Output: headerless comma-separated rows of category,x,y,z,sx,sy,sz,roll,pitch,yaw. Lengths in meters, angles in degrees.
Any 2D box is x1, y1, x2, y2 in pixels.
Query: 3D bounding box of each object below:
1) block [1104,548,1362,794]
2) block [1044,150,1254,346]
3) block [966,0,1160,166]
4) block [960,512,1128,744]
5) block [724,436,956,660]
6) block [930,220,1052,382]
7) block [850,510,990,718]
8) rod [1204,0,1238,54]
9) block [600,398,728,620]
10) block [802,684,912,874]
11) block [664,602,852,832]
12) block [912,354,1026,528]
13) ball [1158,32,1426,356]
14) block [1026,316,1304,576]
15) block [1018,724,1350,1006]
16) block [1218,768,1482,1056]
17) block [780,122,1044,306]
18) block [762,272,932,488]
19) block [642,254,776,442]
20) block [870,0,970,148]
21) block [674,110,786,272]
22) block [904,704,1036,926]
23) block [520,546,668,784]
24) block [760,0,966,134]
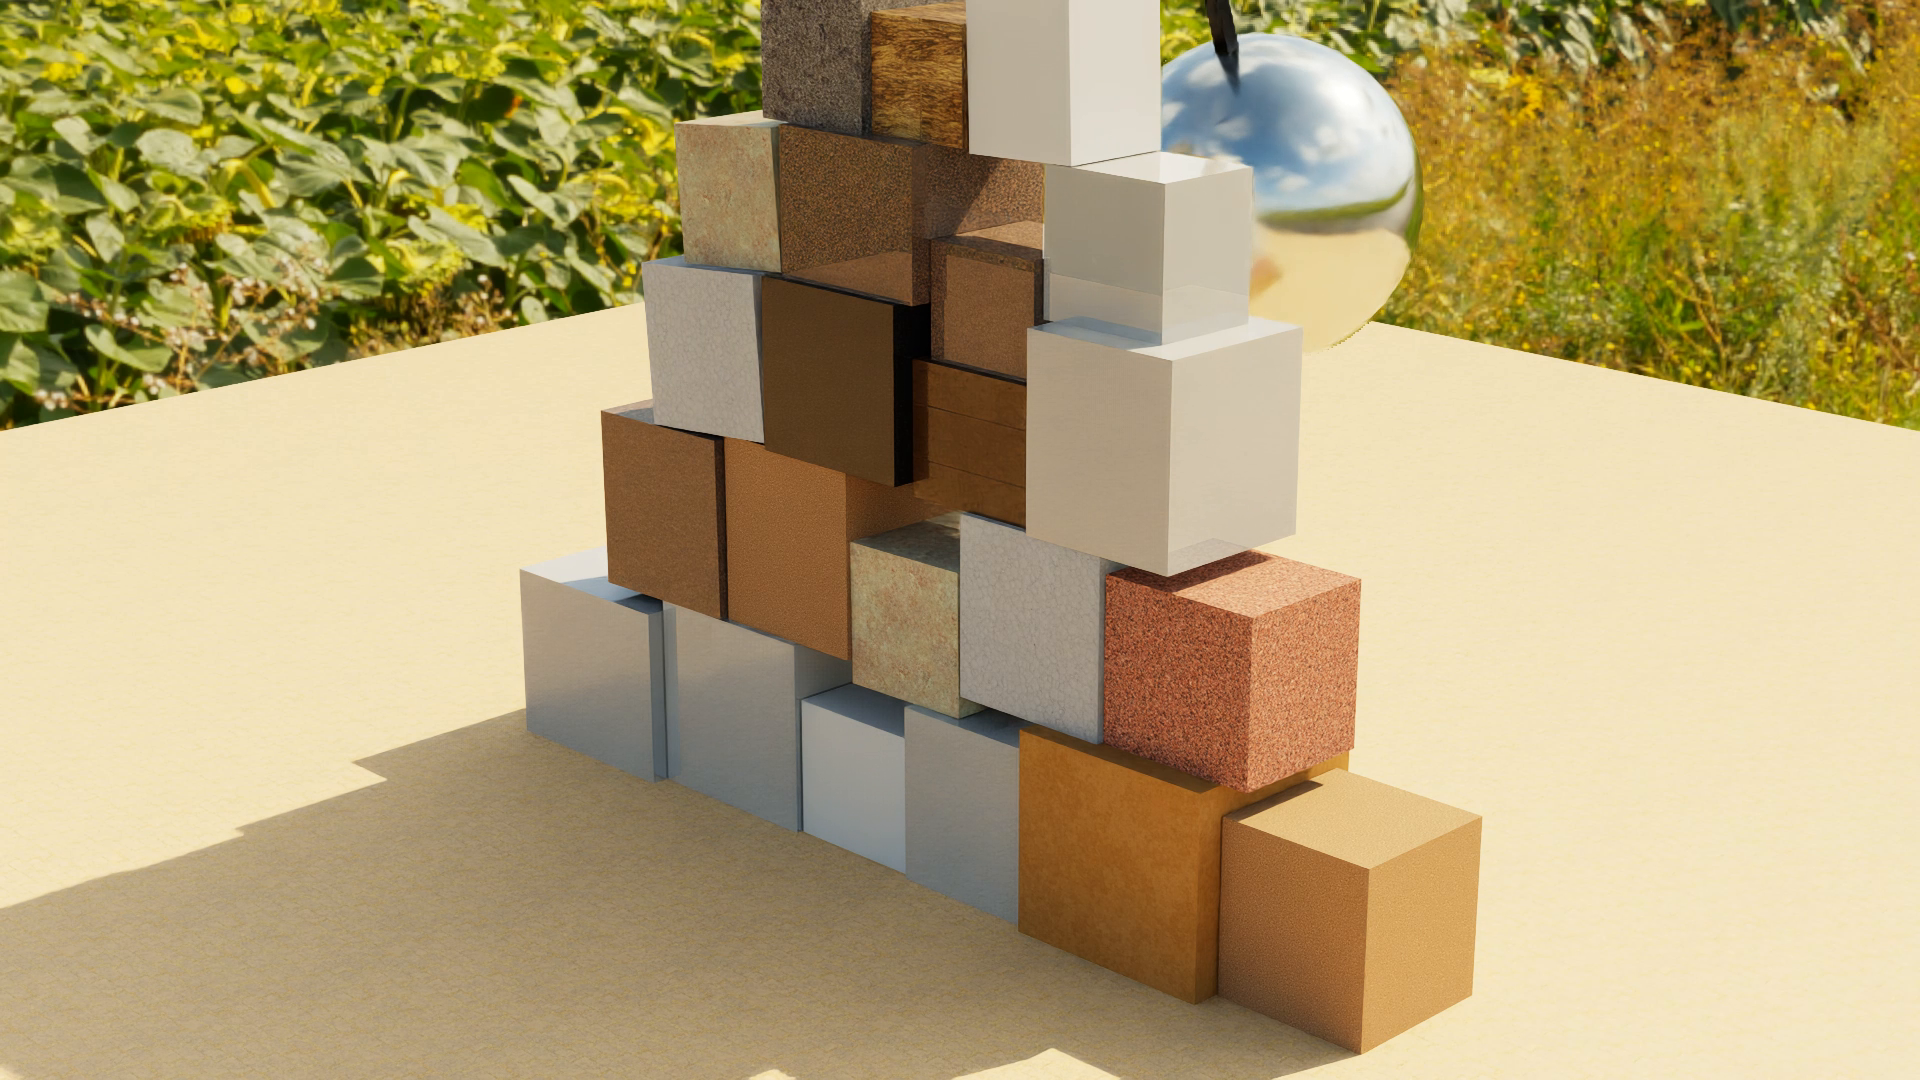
block,1.136,0.512,12.298,0.706,0.755,0.789,-17,24,-42
block,0.776,-1.229,12.162,0.545,0.661,0.659,-17,24,-42
block,0.435,-1.966,12.290,0.554,0.680,0.587,-17,22,-42
block,0.579,0.290,12.850,0.816,0.848,0.819,-17,24,-42
block,-0.517,-0.059,13.865,0.828,0.916,0.834,-17,24,-42
block,0.302,-1.037,12.684,0.595,0.529,0.615,-17,24,-42
block,0.035,0.315,13.426,0.814,0.679,0.688,-17,23,-42
rod,0.636,-4.467,12.604,0.080,5.200,0.080,17,44,42
block,-1.138,-0.220,14.438,0.879,0.880,0.852,-17,23,-42
block,-0.203,1.060,13.861,0.803,0.667,0.723,-17,24,-42
block,-0.798,0.748,14.397,0.881,0.941,0.954,-17,24,-42
block,0.309,-0.489,12.868,0.717,0.627,0.742,-17,24,-42
ball,1.467,-1.673,14.353,1.600,1.600,1.600,0,17,0
block,0.852,-0.452,12.294,0.825,0.901,0.795,-17,24,-42
block,0.964,1.271,12.723,0.987,0.947,1.017,-17,24,-42
block,1.611,1.521,12.154,0.758,0.811,0.751,-17,24,-42
block,-0.215,-1.511,13.087,0.816,0.690,0.843,-17,24,-42
block,-0.272,-0.807,13.358,0.905,0.816,0.858,-17,24,-42
block,-0.885,-0.973,13.965,0.898,0.781,0.796,-17,19,-42
block,0.007,-2.020,12.680,0.549,0.524,0.553,-17,24,-42
block,-0.816,-1.648,13.676,0.717,0.654,0.681,-17,19,-42
block,0.336,1.134,13.344,0.906,0.836,0.748,-17,24,-42
block,-1.488,0.557,15.102,1.110,0.881,1.034,-17,24,-42
block,-0.412,-2.221,13.070,0.690,0.674,0.650,-17,24,-42
